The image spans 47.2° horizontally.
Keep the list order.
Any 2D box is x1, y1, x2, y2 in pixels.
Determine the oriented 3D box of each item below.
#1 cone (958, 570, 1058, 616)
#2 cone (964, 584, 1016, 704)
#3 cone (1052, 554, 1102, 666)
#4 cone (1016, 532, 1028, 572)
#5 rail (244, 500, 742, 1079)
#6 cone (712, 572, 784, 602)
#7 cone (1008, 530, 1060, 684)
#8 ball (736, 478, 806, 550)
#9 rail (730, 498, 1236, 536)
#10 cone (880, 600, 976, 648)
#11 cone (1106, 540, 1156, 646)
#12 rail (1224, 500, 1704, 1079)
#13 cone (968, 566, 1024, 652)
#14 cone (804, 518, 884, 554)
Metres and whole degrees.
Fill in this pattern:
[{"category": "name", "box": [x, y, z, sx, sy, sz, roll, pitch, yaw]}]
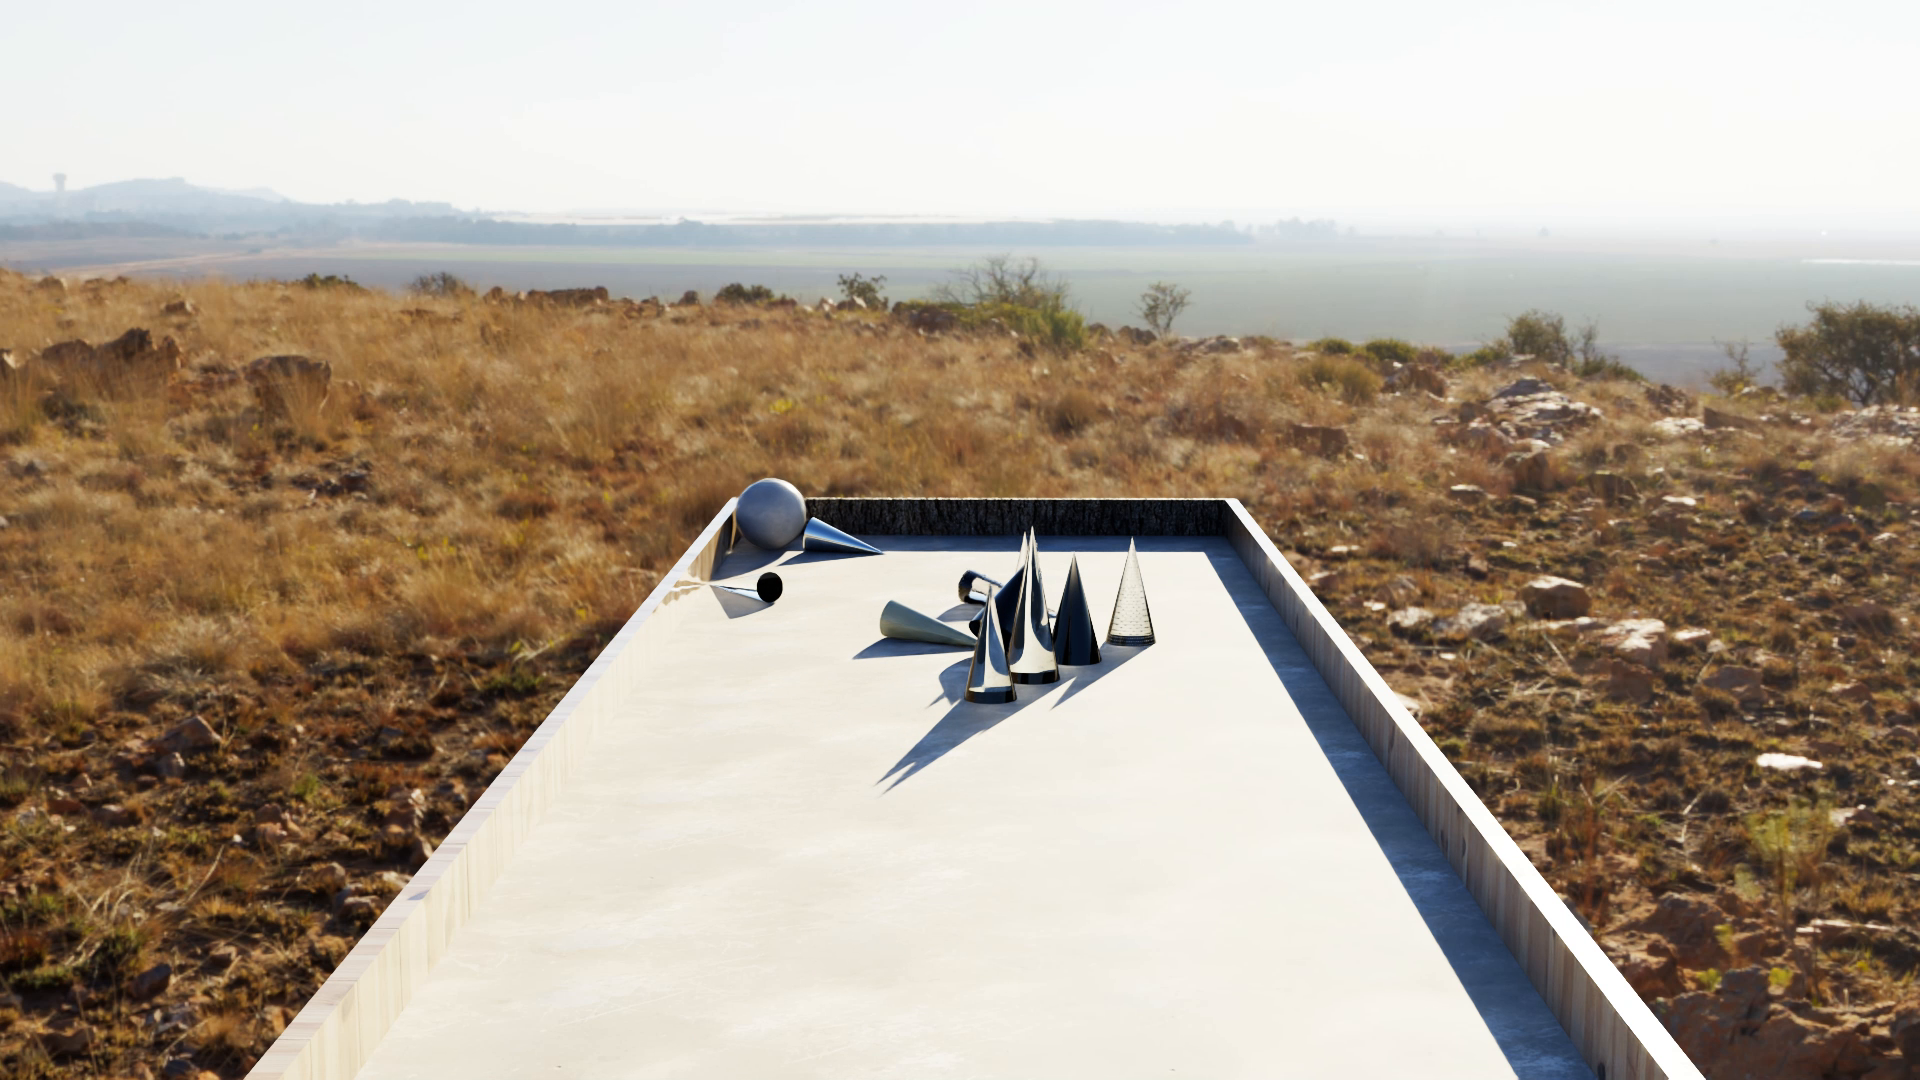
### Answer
[{"category": "cone", "box": [0.198, 0.211, 7.494, 0.443, 0.117, 0.117, 17, 17, 37]}, {"category": "cone", "box": [0.085, 0.281, 6.173, 0.152, 0.334, 0.152, 0, 9, 0]}, {"category": "cone", "box": [0.346, 0.199, 6.679, 0.173, 0.337, 0.173, 0, 9, 0]}, {"category": "cone", "box": [0.201, 0.143, 6.970, 0.138, 0.339, 0.138, 2, 1, 0]}, {"category": "rail", "box": [-1.004, 0.839, 3.234, 0.050, 0.150, 12.000, 0, 9, 1]}, {"category": "cone", "box": [-0.788, 0.162, 7.817, 0.108, 0.108, 0.447, -6, 4, -35]}, {"category": "cone", "box": [0.210, 0.182, 6.413, 0.168, 0.454, 0.168, 0, 9, 0]}, {"category": "ball", "box": [-0.754, -0.105, 8.769, 0.282, 0.282, 0.282, 0, 9, 0]}, {"category": "rail", "box": [0.099, -0.098, 9.147, 2.100, 0.150, 0.050, 0, 9, 1]}, {"category": "cone", "box": [-0.050, 0.296, 6.945, 0.409, 0.123, 0.123, 15, 15, 29]}, {"category": "cone", "box": [0.542, 0.156, 6.951, 0.164, 0.337, 0.164, 0, 9, 0]}, {"category": "rail", "box": [1.046, 0.843, 3.208, 0.050, 0.150, 12.000, 0, 9, 1]}, {"category": "cone", "box": [0.173, 0.164, 6.825, 0.177, 0.323, 0.177, 22, -25, 11]}, {"category": "cone", "box": [-0.442, 0.017, 8.695, 0.332, 0.134, 0.134, 15, 13, 16]}]
